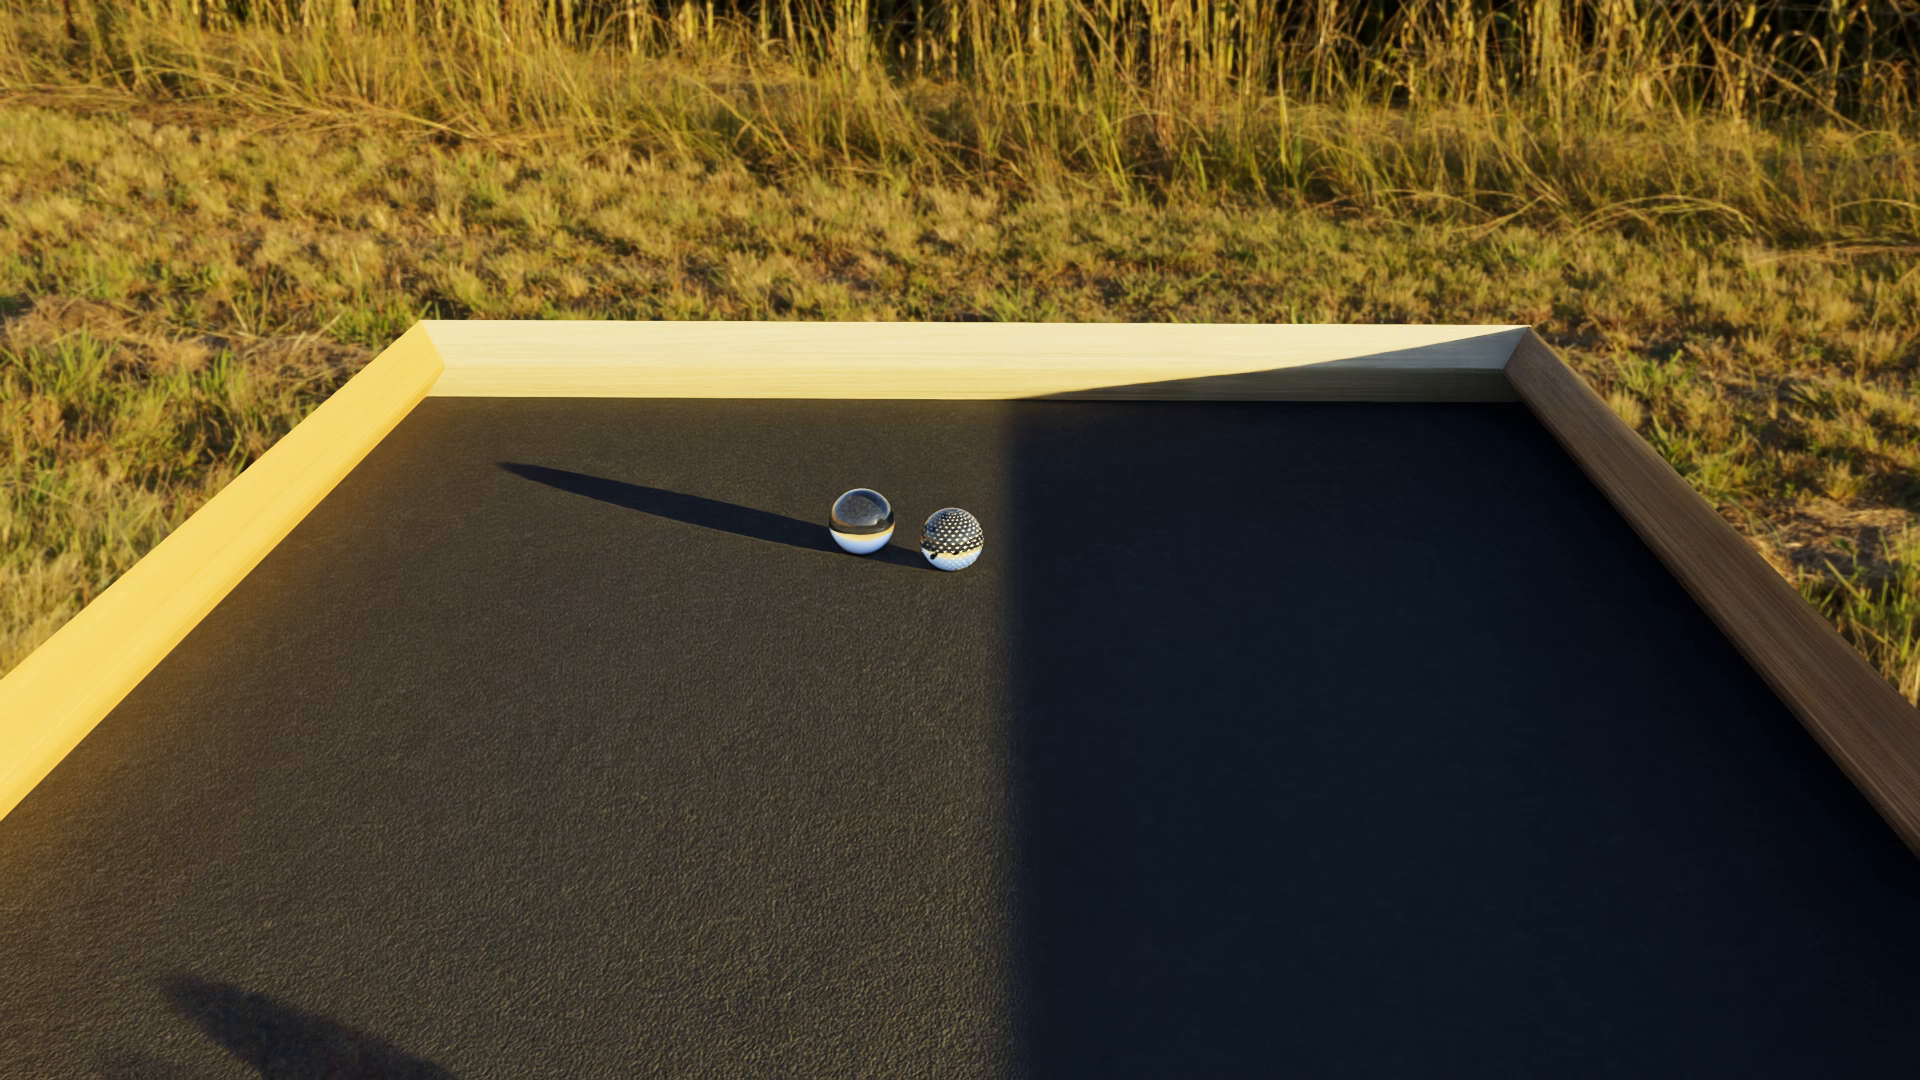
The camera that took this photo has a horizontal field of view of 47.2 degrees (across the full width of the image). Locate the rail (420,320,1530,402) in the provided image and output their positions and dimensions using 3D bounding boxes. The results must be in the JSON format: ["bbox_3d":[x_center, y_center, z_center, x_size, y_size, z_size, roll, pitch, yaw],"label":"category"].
[{"bbox_3d":[0.017,-0.263,3.298,1.670,0.117,0.045,0,18,1],"label":"rail"}]

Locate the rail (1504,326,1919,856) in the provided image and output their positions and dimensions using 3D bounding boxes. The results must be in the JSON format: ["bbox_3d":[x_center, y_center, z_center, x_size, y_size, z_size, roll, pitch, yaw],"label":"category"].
[{"bbox_3d":[0.793,0.237,1.788,0.045,0.117,3.193,0,18,1],"label":"rail"}]

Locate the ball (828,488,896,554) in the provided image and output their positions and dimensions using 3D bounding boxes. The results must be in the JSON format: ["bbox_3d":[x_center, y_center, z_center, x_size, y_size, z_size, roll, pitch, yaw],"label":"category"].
[{"bbox_3d":[-0.117,-0.022,2.632,0.080,0.080,0.080,0,18,0],"label":"ball"}]

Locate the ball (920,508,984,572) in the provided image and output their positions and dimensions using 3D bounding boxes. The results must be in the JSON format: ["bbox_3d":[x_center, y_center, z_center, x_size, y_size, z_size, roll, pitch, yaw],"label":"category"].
[{"bbox_3d":[-0.010,-0.001,2.576,0.075,0.075,0.075,0,18,0],"label":"ball"}]

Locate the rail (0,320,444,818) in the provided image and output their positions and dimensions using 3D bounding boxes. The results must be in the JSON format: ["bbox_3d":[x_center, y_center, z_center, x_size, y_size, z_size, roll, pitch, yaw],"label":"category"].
[{"bbox_3d":[-0.829,0.226,1.822,0.045,0.117,3.193,0,18,1],"label":"rail"}]
